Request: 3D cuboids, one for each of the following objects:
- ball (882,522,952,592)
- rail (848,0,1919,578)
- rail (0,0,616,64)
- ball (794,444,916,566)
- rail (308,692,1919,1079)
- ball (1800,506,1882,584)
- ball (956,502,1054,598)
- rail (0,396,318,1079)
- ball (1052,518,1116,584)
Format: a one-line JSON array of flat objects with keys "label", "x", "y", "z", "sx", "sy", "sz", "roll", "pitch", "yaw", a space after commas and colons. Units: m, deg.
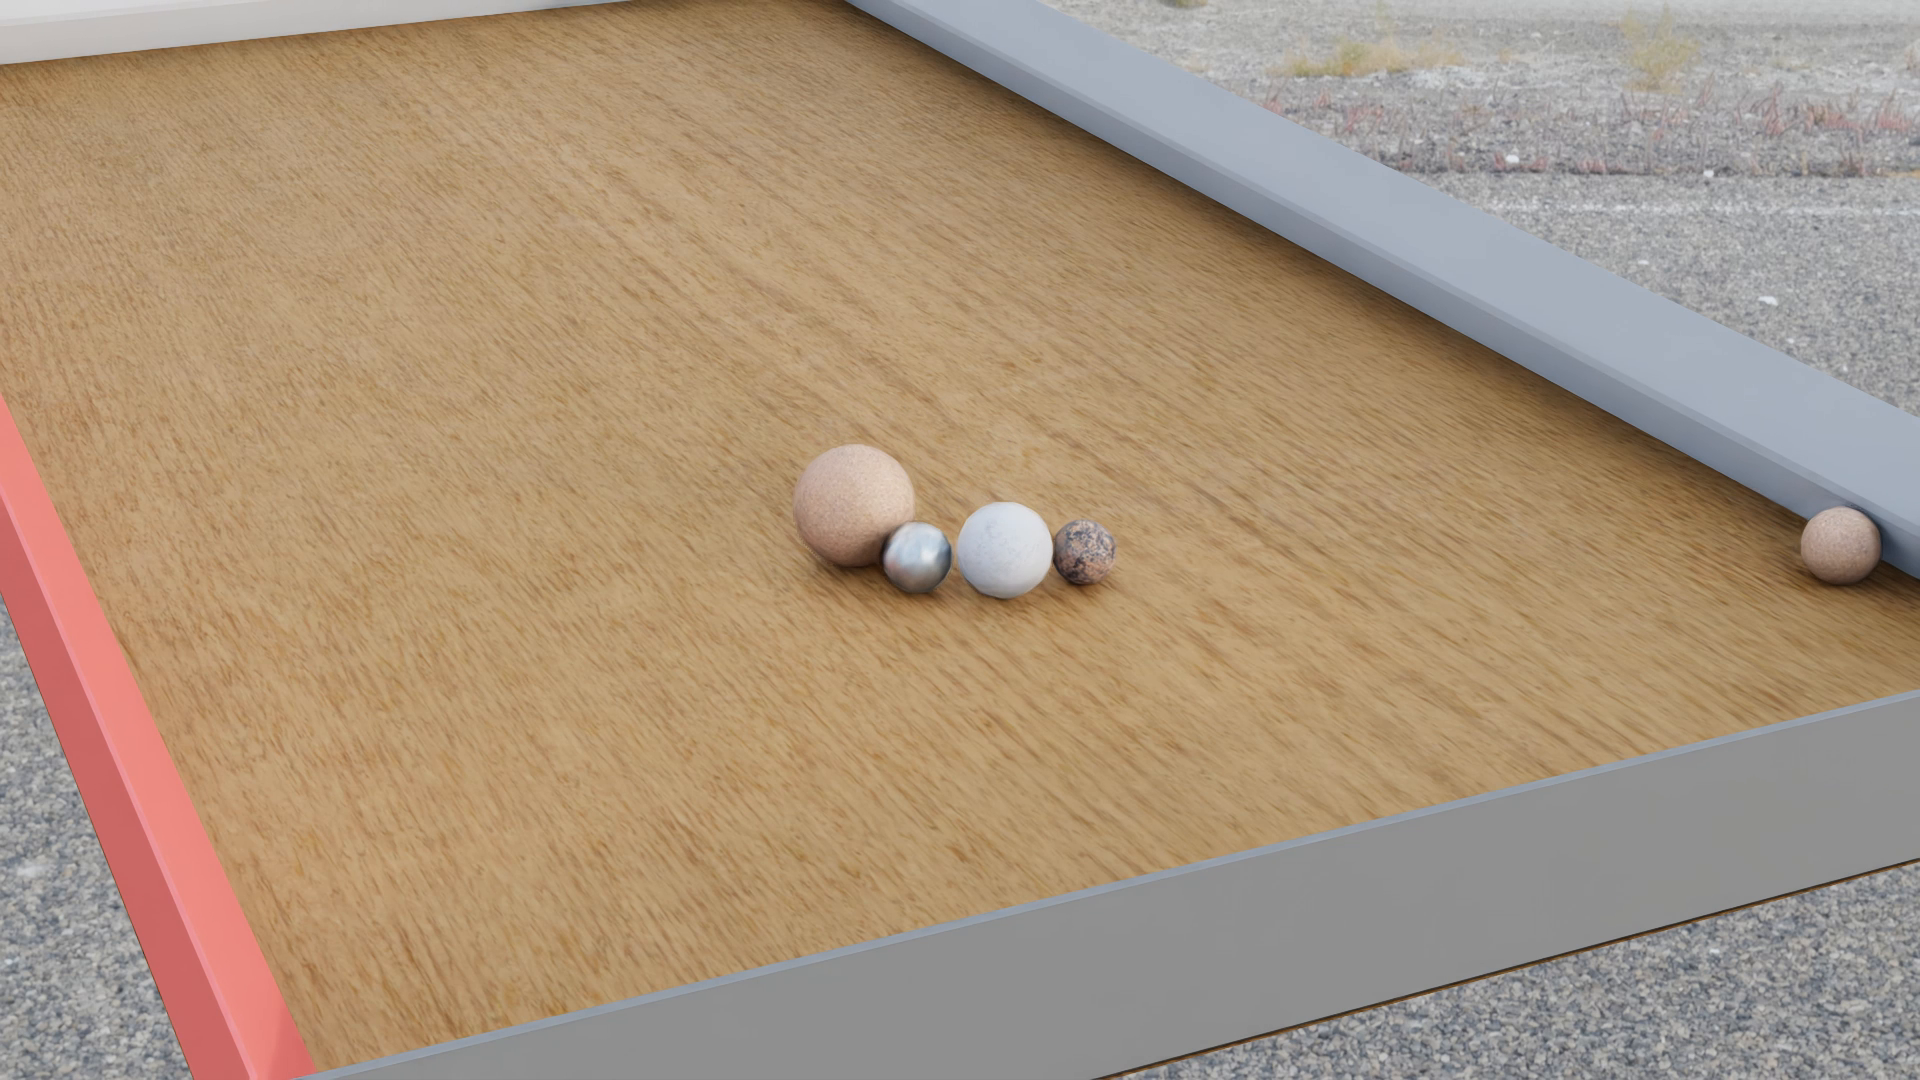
[{"label": "ball", "x": -0.033, "y": 0.013, "z": 2.221, "sx": 0.054, "sy": 0.054, "sz": 0.054, "roll": 0, "pitch": 24, "yaw": 0}, {"label": "rail", "x": 0.314, "y": -0.367, "z": 3.007, "sx": 0.045, "sy": 0.122, "sz": 2.580, "roll": -10, "pitch": 26, "yaw": -23}, {"label": "rail", "x": -0.804, "y": -0.717, "z": 3.812, "sx": 1.337, "sy": 0.122, "sz": 0.045, "roll": -10, "pitch": 26, "yaw": -23}, {"label": "ball", "x": -0.081, "y": -0.027, "z": 2.261, "sx": 0.094, "sy": 0.094, "sz": 0.094, "roll": 0, "pitch": 24, "yaw": 0}, {"label": "rail", "x": 0.261, "y": 0.199, "z": 1.705, "sx": 1.337, "sy": 0.122, "sz": 0.045, "roll": -10, "pitch": 26, "yaw": -23}, {"label": "ball", "x": 0.669, "y": 0.004, "z": 2.234, "sx": 0.059, "sy": 0.059, "sz": 0.059, "roll": 0, "pitch": 24, "yaw": 0}, {"label": "ball", "x": 0.034, "y": 0.007, "z": 2.210, "sx": 0.073, "sy": 0.073, "sz": 0.073, "roll": 0, "pitch": 24, "yaw": 0}, {"label": "rail", "x": -0.856, "y": -0.151, "z": 2.510, "sx": 0.045, "sy": 0.122, "sz": 2.580, "roll": -10, "pitch": 26, "yaw": -23}, {"label": "ball", "x": 0.094, "y": 0.009, "z": 2.235, "sx": 0.050, "sy": 0.050, "sz": 0.050, "roll": 0, "pitch": 24, "yaw": 0}]
